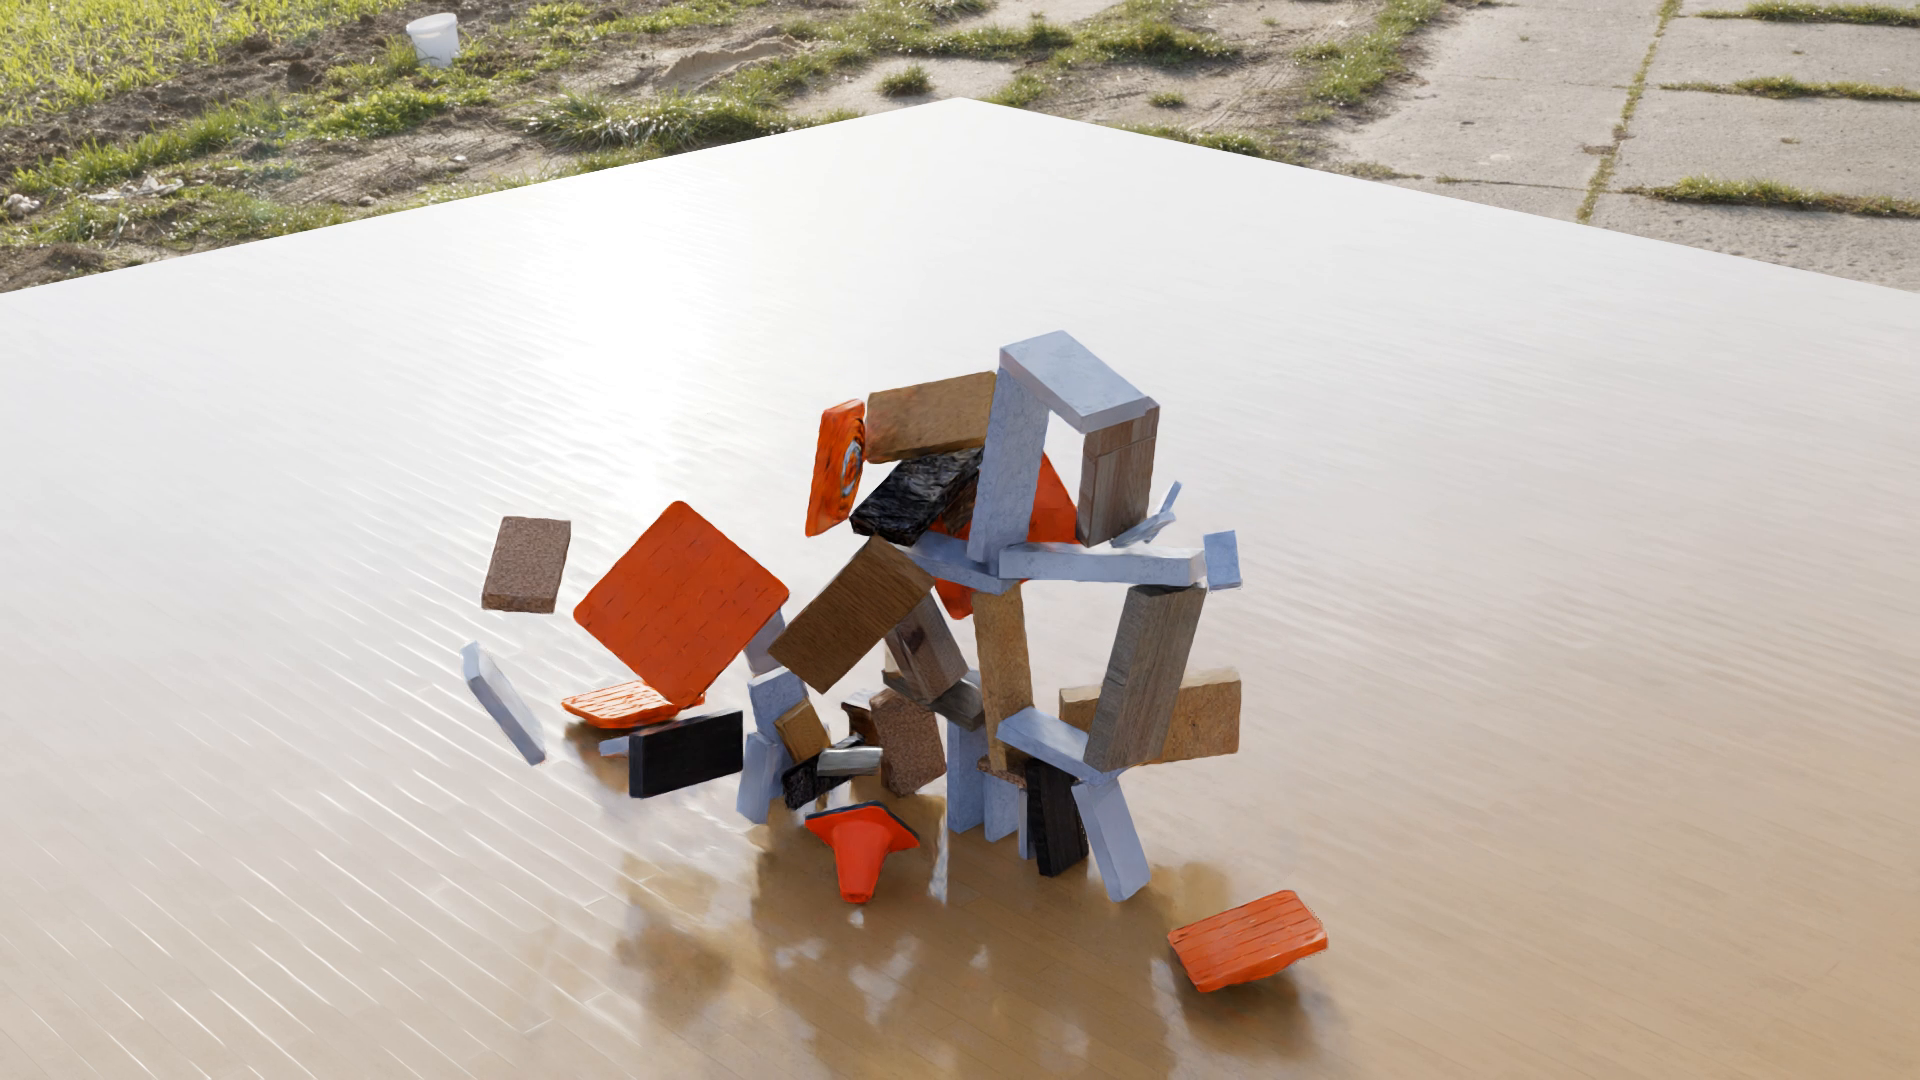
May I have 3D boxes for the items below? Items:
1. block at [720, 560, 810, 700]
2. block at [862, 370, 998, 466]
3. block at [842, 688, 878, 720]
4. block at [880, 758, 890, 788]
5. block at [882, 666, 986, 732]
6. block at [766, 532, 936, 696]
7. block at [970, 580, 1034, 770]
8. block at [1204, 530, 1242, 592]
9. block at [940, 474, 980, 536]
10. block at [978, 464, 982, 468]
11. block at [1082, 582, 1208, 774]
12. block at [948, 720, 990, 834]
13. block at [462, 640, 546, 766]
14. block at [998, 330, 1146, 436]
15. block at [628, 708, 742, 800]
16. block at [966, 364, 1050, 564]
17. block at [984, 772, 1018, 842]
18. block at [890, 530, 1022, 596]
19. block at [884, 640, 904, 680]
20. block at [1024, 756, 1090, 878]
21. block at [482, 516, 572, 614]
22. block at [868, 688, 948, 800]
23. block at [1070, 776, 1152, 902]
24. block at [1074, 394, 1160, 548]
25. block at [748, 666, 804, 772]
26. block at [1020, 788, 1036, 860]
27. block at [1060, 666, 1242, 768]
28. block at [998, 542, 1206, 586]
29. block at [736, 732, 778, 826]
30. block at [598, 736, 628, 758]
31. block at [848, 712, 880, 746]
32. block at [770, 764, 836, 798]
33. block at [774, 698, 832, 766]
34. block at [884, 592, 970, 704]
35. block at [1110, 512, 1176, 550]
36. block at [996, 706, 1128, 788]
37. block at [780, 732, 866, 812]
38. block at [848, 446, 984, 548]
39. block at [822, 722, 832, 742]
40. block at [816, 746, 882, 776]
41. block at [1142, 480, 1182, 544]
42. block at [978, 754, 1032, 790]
[{"bbox_3d":[-0.410,0.231,4.696,0.099,0.393,0.028,-29,34,-21],"label":"block"},{"bbox_3d":[-0.056,-0.239,4.316,0.283,0.141,0.040,-8,-26,29],"label":"block"},{"bbox_3d":[-0.164,0.347,4.539,0.148,0.021,0.074,15,27,31],"label":"block"},{"bbox_3d":[-0.129,0.434,4.548,0.074,0.148,0.021,-19,29,-38],"label":"block"},{"bbox_3d":[-0.026,0.290,4.364,0.241,0.034,0.121,26,44,35],"label":"block"},{"bbox_3d":[-0.210,0.145,4.131,0.141,0.459,0.040,38,51,-6],"label":"block"},{"bbox_3d":[0.088,0.258,4.253,0.035,0.350,0.124,1,14,33],"label":"block"},{"bbox_3d":[0.473,0.037,3.969,0.058,0.016,0.116,-9,52,10],"label":"block"},{"bbox_3d":[0.007,-0.069,4.302,0.017,0.060,0.120,7,42,39],"label":"block"},{"bbox_3d":[0.075,-0.119,4.278,0.060,0.017,0.120,49,9,14],"label":"block"},{"bbox_3d":[0.343,0.249,4.079,0.050,0.355,0.177,28,23,37],"label":"block"},{"bbox_3d":[0.031,0.453,4.383,0.121,0.241,0.034,-20,30,-39],"label":"block"},{"bbox_3d":[-0.881,0.317,4.252,0.034,0.239,0.120,-29,34,2],"label":"block"},{"bbox_3d":[0.200,-0.287,3.952,0.136,0.039,0.273,-18,40,-26],"label":"block"},{"bbox_3d":[-0.516,0.402,4.160,0.034,0.120,0.279,6,10,35],"label":"block"},{"bbox_3d":[0.099,-0.152,4.145,0.039,0.385,0.136,24,24,34],"label":"block"},{"bbox_3d":[0.082,0.515,4.352,0.021,0.151,0.076,18,29,40],"label":"block"},{"bbox_3d":[-0.007,0.039,4.247,0.247,0.035,0.124,16,25,22],"label":"block"},{"bbox_3d":[-0.121,0.230,4.406,0.060,0.017,0.121,-7,36,0],"label":"block"},{"bbox_3d":[0.187,0.519,4.237,0.033,0.232,0.116,6,21,42],"label":"block"},{"bbox_3d":[-0.746,0.041,3.793,0.120,0.034,0.239,4,33,-4],"label":"block"},{"bbox_3d":[-0.104,0.398,4.474,0.121,0.241,0.034,-28,35,-24],"label":"block"},{"bbox_3d":[0.287,0.554,4.154,0.033,0.232,0.116,-17,4,33],"label":"block"},{"bbox_3d":[0.285,-0.122,3.996,0.136,0.273,0.039,-21,44,-27],"label":"block"},{"bbox_3d":[-0.356,0.354,4.370,0.099,0.198,0.028,-24,28,-28],"label":"block"},{"bbox_3d":[0.150,0.542,4.288,0.076,0.151,0.021,-21,30,-39],"label":"block"},{"bbox_3d":[0.375,0.358,4.345,0.355,0.177,0.050,-7,31,-8],"label":"block"},{"bbox_3d":[0.266,0.043,4.083,0.355,0.050,0.177,2,6,16],"label":"block"},{"bbox_3d":[-0.396,0.464,4.290,0.023,0.163,0.081,0,16,-36],"label":"block"},{"bbox_3d":[-0.608,0.399,4.385,0.198,0.028,0.099,-13,-11,15],"label":"block"},{"bbox_3d":[-0.199,0.407,4.613,0.074,0.148,0.021,-21,31,-41],"label":"block"},{"bbox_3d":[-0.342,0.472,4.440,0.171,0.085,0.024,-5,-4,-19],"label":"block"},{"bbox_3d":[-0.307,0.398,4.379,0.081,0.163,0.023,-37,42,-18],"label":"block"},{"bbox_3d":[-0.083,0.183,4.284,0.124,0.247,0.035,-37,18,-35],"label":"block"},{"bbox_3d":[0.337,-0.017,4.050,0.116,0.016,0.058,-32,-15,34],"label":"block"},{"bbox_3d":[0.197,0.391,4.180,0.232,0.033,0.116,24,24,26],"label":"block"},{"bbox_3d":[-0.270,0.464,4.411,0.190,0.081,0.023,-27,37,-28],"label":"block"},{"bbox_3d":[-0.076,-0.103,4.295,0.141,0.040,0.283,14,48,36],"label":"block"},{"bbox_3d":[-0.292,0.431,4.562,0.024,0.085,0.171,-9,1,7],"label":"block"},{"bbox_3d":[-0.214,0.428,4.261,0.121,0.017,0.060,-5,37,12],"label":"block"},{"bbox_3d":[0.379,-0.052,4.134,0.016,0.058,0.116,30,66,-3],"label":"block"},{"bbox_3d":[0.117,0.447,4.290,0.151,0.021,0.076,18,29,37],"label":"block"}]
